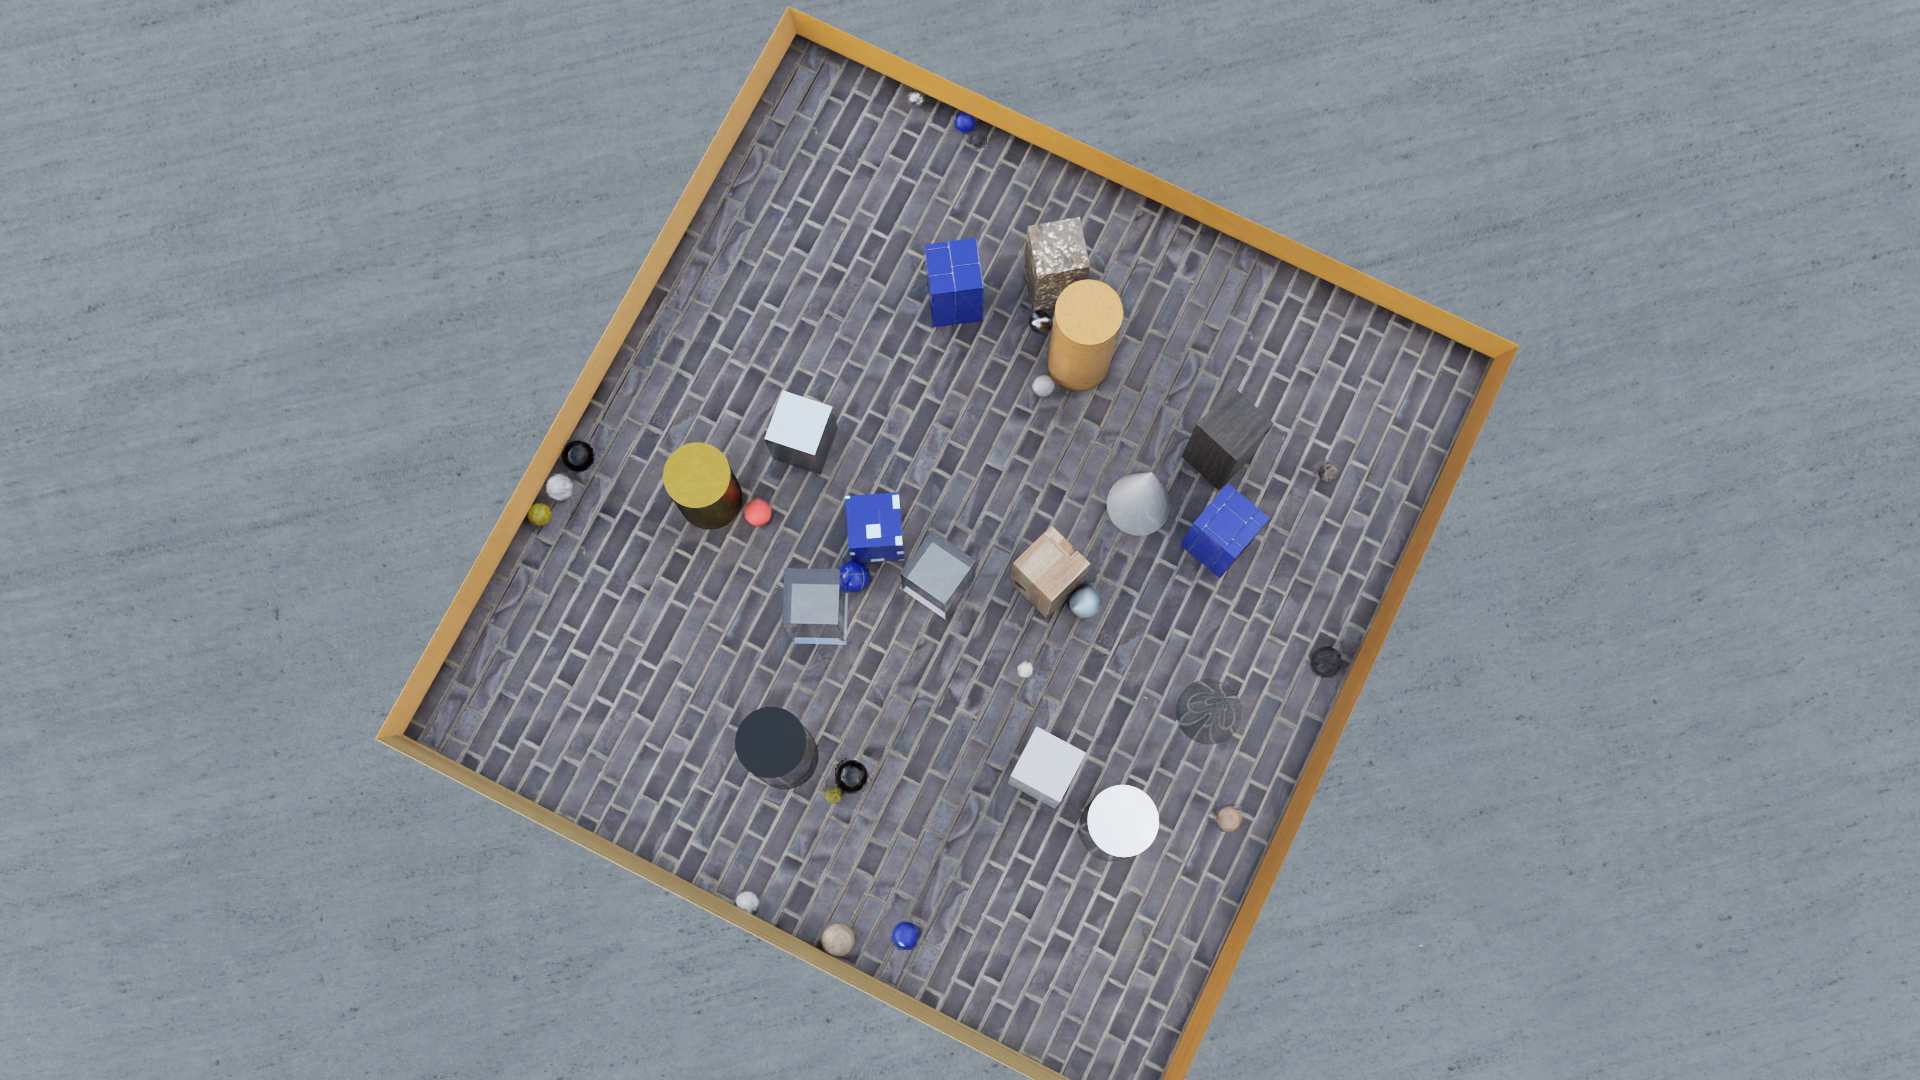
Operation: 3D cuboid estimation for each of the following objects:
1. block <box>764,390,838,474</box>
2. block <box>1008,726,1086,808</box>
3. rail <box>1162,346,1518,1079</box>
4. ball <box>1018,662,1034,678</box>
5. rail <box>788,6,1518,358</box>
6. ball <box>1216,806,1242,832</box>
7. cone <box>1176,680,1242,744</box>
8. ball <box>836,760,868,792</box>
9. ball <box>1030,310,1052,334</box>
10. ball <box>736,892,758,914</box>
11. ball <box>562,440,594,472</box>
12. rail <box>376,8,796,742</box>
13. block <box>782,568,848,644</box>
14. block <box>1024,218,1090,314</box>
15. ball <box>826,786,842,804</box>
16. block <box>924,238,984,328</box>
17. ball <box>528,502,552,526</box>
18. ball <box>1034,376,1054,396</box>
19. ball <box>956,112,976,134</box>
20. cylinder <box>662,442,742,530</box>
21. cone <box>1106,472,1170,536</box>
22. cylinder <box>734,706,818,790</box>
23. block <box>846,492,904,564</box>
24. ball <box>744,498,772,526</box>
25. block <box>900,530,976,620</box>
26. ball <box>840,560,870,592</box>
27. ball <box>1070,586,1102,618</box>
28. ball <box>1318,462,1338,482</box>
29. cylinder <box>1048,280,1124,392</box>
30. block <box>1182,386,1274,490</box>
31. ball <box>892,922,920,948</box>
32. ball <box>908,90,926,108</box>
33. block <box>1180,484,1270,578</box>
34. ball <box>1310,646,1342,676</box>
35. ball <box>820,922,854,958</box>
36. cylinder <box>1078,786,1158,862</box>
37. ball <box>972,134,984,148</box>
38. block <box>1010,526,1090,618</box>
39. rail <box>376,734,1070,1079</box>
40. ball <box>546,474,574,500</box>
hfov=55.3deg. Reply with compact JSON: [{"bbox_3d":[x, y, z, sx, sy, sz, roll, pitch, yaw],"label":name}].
[{"bbox_3d":[-0.480,-0.324,5.559,0.158,0.243,0.158,18,79,4],"label":"block"},{"bbox_3d":[0.249,0.664,5.321,0.158,0.309,0.158,28,80,5],"label":"block"},{"bbox_3d":[1.109,0.550,5.436,0.045,0.128,2.609,26,80,5],"label":"rail"},{"bbox_3d":[0.198,0.389,5.512,0.048,0.048,0.048,0,78,0],"label":"ball"},{"bbox_3d":[0.573,-1.115,5.781,2.527,0.128,0.045,26,80,5],"label":"rail"},{"bbox_3d":[0.795,0.822,5.409,0.074,0.074,0.074,0,78,0],"label":"ball"},{"bbox_3d":[0.748,0.482,5.343,0.197,0.341,0.197,0,78,0],"label":"cone"},{"bbox_3d":[-0.319,0.700,5.424,0.094,0.094,0.094,0,78,0],"label":"ball"},{"bbox_3d":[0.252,-0.682,5.721,0.071,0.071,0.071,0,78,0],"label":"ball"},{"bbox_3d":[-0.622,1.062,5.362,0.067,0.067,0.067,0,78,0],"label":"ball"},{"bbox_3d":[-1.171,-0.257,5.620,0.097,0.097,0.097,0,78,0],"label":"ball"},{"bbox_3d":[-1.109,-0.536,5.661,0.045,0.128,2.609,26,80,5],"label":"rail"},{"bbox_3d":[-0.421,0.199,5.376,0.158,0.390,0.158,1,78,0],"label":"block"},{"bbox_3d":[0.292,-0.833,5.603,0.158,0.364,0.158,-10,78,-2],"label":"block"},{"bbox_3d":[-0.372,0.756,5.436,0.048,0.048,0.048,0,78,0],"label":"ball"},{"bbox_3d":[-0.017,-0.786,5.621,0.158,0.310,0.158,-8,78,-2],"label":"block"},{"bbox_3d":[-1.285,-0.079,5.596,0.071,0.071,0.071,0,78,0],"label":"ball"},{"bbox_3d":[0.260,-0.477,5.681,0.067,0.067,0.067,0,78,0],"label":"ball"},{"bbox_3d":[0.017,-1.334,5.859,0.065,0.065,0.065,0,78,0],"label":"ball"},{"bbox_3d":[-0.768,-0.159,5.495,0.197,0.303,0.197,0,78,0],"label":"cylinder"},{"bbox_3d":[0.550,-0.152,5.436,0.197,0.415,0.197,0,78,0],"label":"cone"},{"bbox_3d":[-0.522,0.602,5.265,0.197,0.444,0.197,0,78,0],"label":"cylinder"},{"bbox_3d":[-0.254,-0.034,5.503,0.158,0.237,0.158,-4,78,-1],"label":"block"},{"bbox_3d":[-0.616,-0.085,5.592,0.083,0.083,0.083,0,78,0],"label":"ball"},{"bbox_3d":[-0.063,0.106,5.454,0.158,0.275,0.158,34,80,7],"label":"block"},{"bbox_3d":[-0.320,0.110,5.545,0.096,0.096,0.096,0,78,0],"label":"ball"},{"bbox_3d":[0.379,0.187,5.528,0.098,0.098,0.098,0,78,0],"label":"ball"},{"bbox_3d":[1.129,-0.208,5.629,0.060,0.060,0.060,0,78,0],"label":"ball"},{"bbox_3d":[0.371,-0.608,5.503,0.197,0.470,0.197,0,78,0],"label":"cylinder"},{"bbox_3d":[0.796,-0.299,5.486,0.158,0.376,0.158,44,82,8],"label":"block"},{"bbox_3d":[-0.158,1.152,5.339,0.078,0.078,0.078,0,78,0],"label":"ball"},{"bbox_3d":[-0.135,-1.414,5.880,0.058,0.058,0.058,0,78,0],"label":"ball"},{"bbox_3d":[0.786,-0.024,5.458,0.158,0.321,0.158,40,81,8],"label":"block"},{"bbox_3d":[1.098,0.364,5.495,0.091,0.091,0.091,0,78,0],"label":"ball"},{"bbox_3d":[-0.355,1.162,5.326,0.099,0.099,0.099,0,78,0],"label":"ball"},{"bbox_3d":[0.450,0.814,5.246,0.197,0.396,0.197,0,78,0],"label":"cylinder"},{"bbox_3d":[0.057,-1.278,5.859,0.043,0.043,0.043,0,78,0],"label":"ball"},{"bbox_3d":[0.264,0.099,5.436,0.158,0.313,0.158,-44,82,-8],"label":"block"},{"bbox_3d":[-0.573,1.129,5.316,2.527,0.128,0.045,26,80,5],"label":"rail"},{"bbox_3d":[-1.225,-0.161,5.609,0.081,0.081,0.081,0,78,0],"label":"ball"}]
